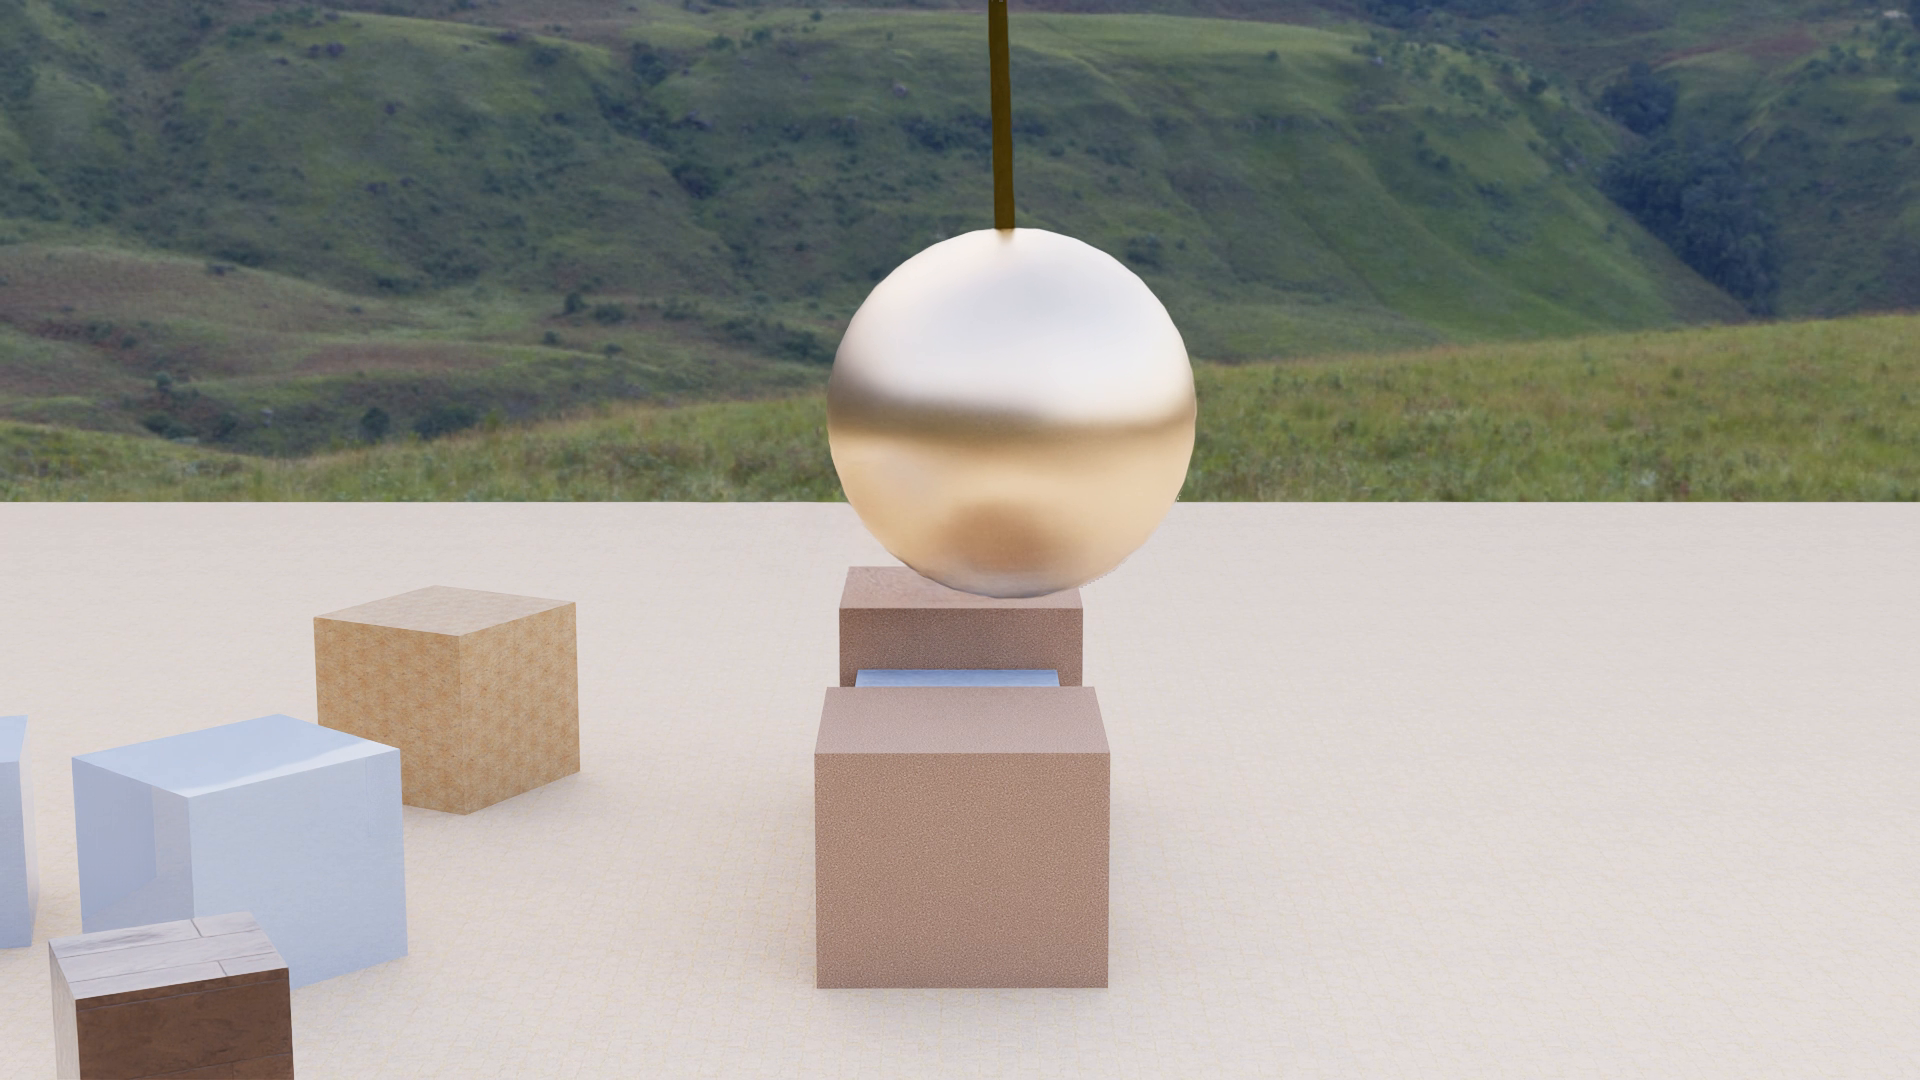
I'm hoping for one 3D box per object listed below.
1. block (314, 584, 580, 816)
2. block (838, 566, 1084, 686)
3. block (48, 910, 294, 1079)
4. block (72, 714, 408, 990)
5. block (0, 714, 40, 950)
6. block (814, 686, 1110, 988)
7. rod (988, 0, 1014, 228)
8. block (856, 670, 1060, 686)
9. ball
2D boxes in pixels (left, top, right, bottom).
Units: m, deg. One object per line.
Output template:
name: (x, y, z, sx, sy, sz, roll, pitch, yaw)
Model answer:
block: (-2.553, 0.777, 12.828, 0.909, 0.881, 0.908, 6, 12, 28)
block: (0.007, 0.760, 12.313, 1.114, 1.099, 1.032, 0, 10, 0)
block: (-2.579, 1.680, 8.400, 0.653, 0.688, 0.628, -5, 11, -26)
block: (-2.859, 1.264, 10.215, 0.852, 0.859, 0.943, 9, 14, 42)
block: (-4.329, 1.229, 10.630, 0.896, 0.780, 0.794, -3, 11, -17)
block: (0.006, 1.182, 10.424, 1.133, 0.944, 1.082, 0, 10, 0)
rod: (0.096, -3.888, 10.473, 0.080, 5.200, 0.080, -2, 10, 0)
block: (-0.012, 1.070, 11.400, 0.911, 0.815, 0.852, 0, 10, 0)
ball: (0.221, -0.545, 11.081, 1.600, 1.600, 1.600, 0, 10, 0)
